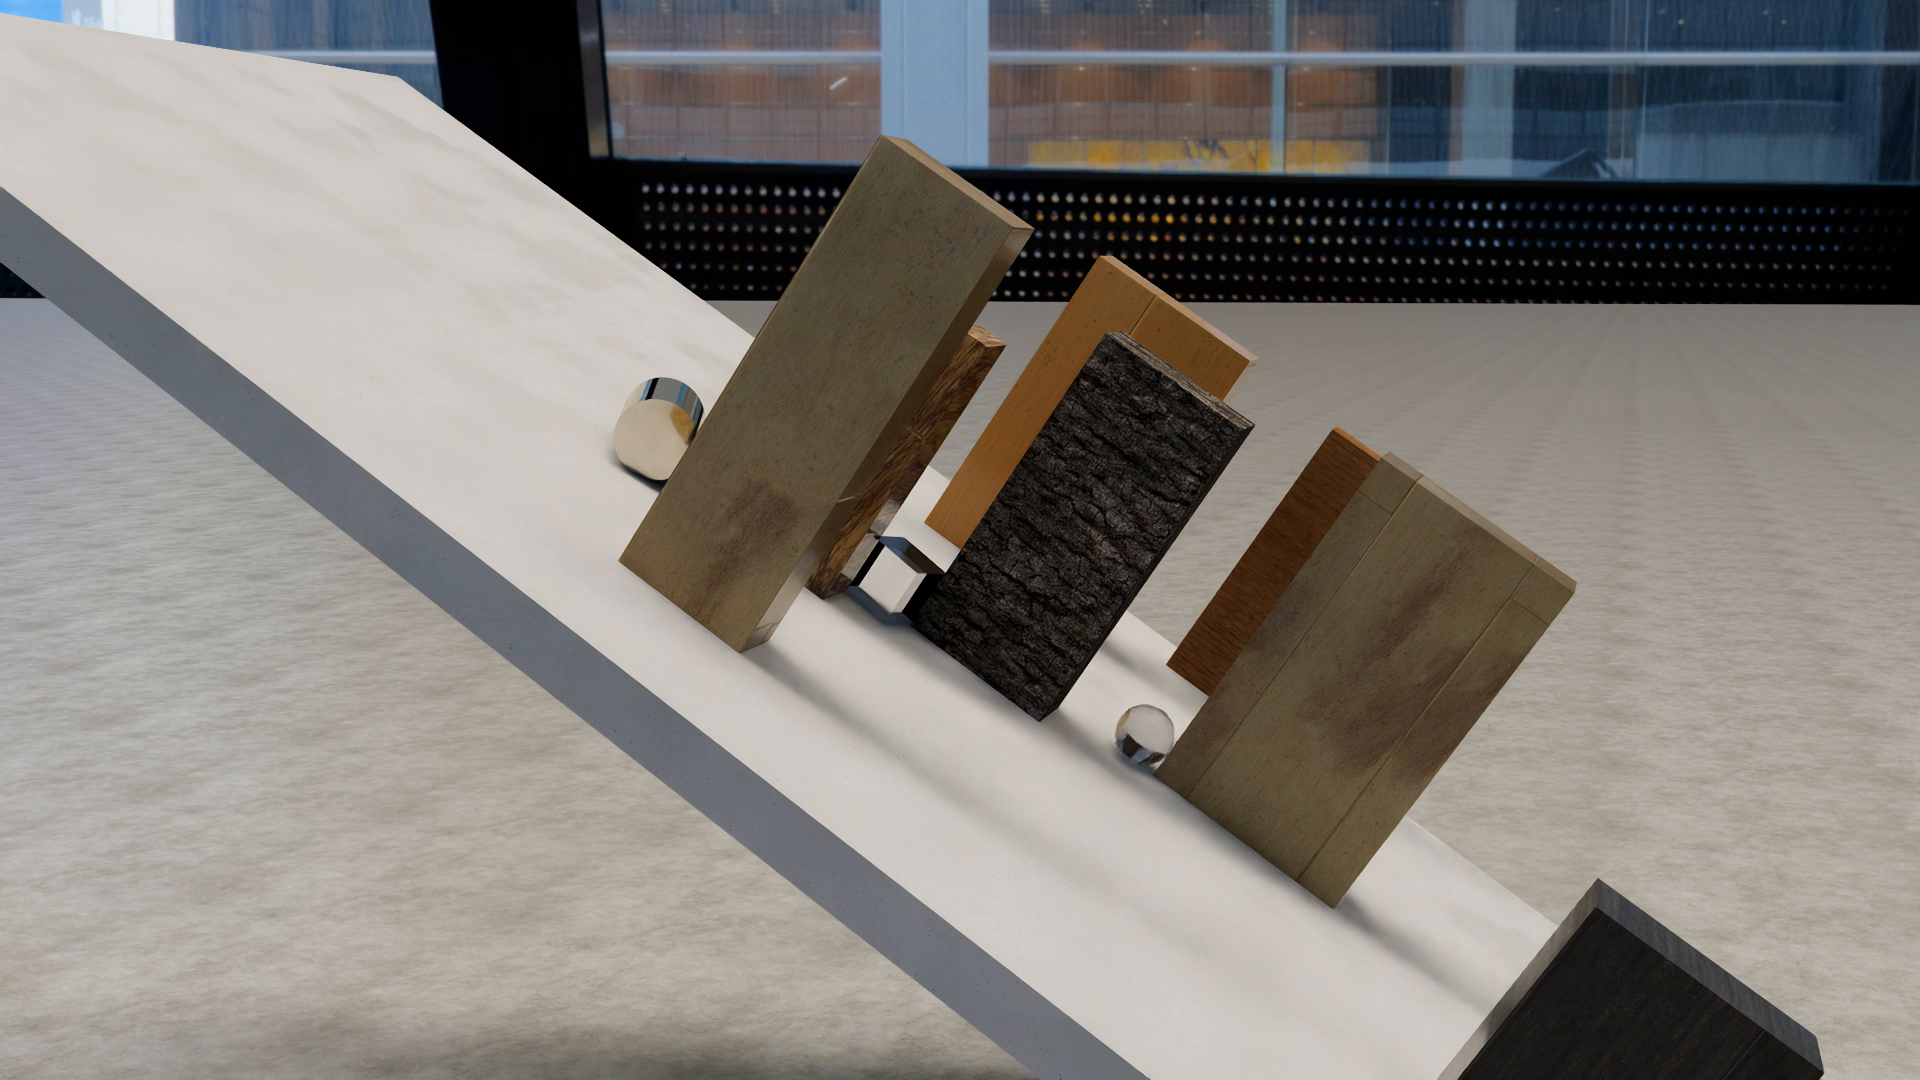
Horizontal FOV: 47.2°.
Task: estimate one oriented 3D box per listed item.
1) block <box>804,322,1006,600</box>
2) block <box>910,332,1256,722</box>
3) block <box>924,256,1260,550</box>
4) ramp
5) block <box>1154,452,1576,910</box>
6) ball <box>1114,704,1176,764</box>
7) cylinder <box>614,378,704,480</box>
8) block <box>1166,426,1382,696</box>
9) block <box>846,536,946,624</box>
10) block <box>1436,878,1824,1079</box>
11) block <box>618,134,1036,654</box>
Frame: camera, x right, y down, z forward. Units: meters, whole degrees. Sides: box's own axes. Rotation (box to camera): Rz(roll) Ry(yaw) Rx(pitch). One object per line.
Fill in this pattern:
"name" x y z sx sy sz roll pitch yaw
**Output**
"block" -0.216 -0.218 3.903 0.342 0.542 0.122 36 15 10
"block" 0.220 -0.025 3.995 0.296 0.649 0.139 36 15 10
"block" 0.271 -0.205 4.602 0.377 0.676 0.119 36 15 10
"ramp" -0.110 0.190 4.091 4.000 0.100 2.000 36 15 10
"block" 0.737 0.257 4.036 0.409 0.728 0.141 36 15 10
"ball" 0.343 0.361 4.086 0.113 0.113 0.113 0 7 0
"cylinder" -0.538 -0.201 3.943 0.149 0.149 0.149 0 19 -2
"block" 0.739 0.096 4.723 0.280 0.629 0.084 36 15 10
"block" -0.121 0.073 4.020 0.114 0.114 0.114 40 17 23
"block" 0.845 0.789 2.983 0.347 0.540 0.145 36 15 10
"block" -0.215 -0.221 3.428 0.249 0.797 0.121 36 15 10
